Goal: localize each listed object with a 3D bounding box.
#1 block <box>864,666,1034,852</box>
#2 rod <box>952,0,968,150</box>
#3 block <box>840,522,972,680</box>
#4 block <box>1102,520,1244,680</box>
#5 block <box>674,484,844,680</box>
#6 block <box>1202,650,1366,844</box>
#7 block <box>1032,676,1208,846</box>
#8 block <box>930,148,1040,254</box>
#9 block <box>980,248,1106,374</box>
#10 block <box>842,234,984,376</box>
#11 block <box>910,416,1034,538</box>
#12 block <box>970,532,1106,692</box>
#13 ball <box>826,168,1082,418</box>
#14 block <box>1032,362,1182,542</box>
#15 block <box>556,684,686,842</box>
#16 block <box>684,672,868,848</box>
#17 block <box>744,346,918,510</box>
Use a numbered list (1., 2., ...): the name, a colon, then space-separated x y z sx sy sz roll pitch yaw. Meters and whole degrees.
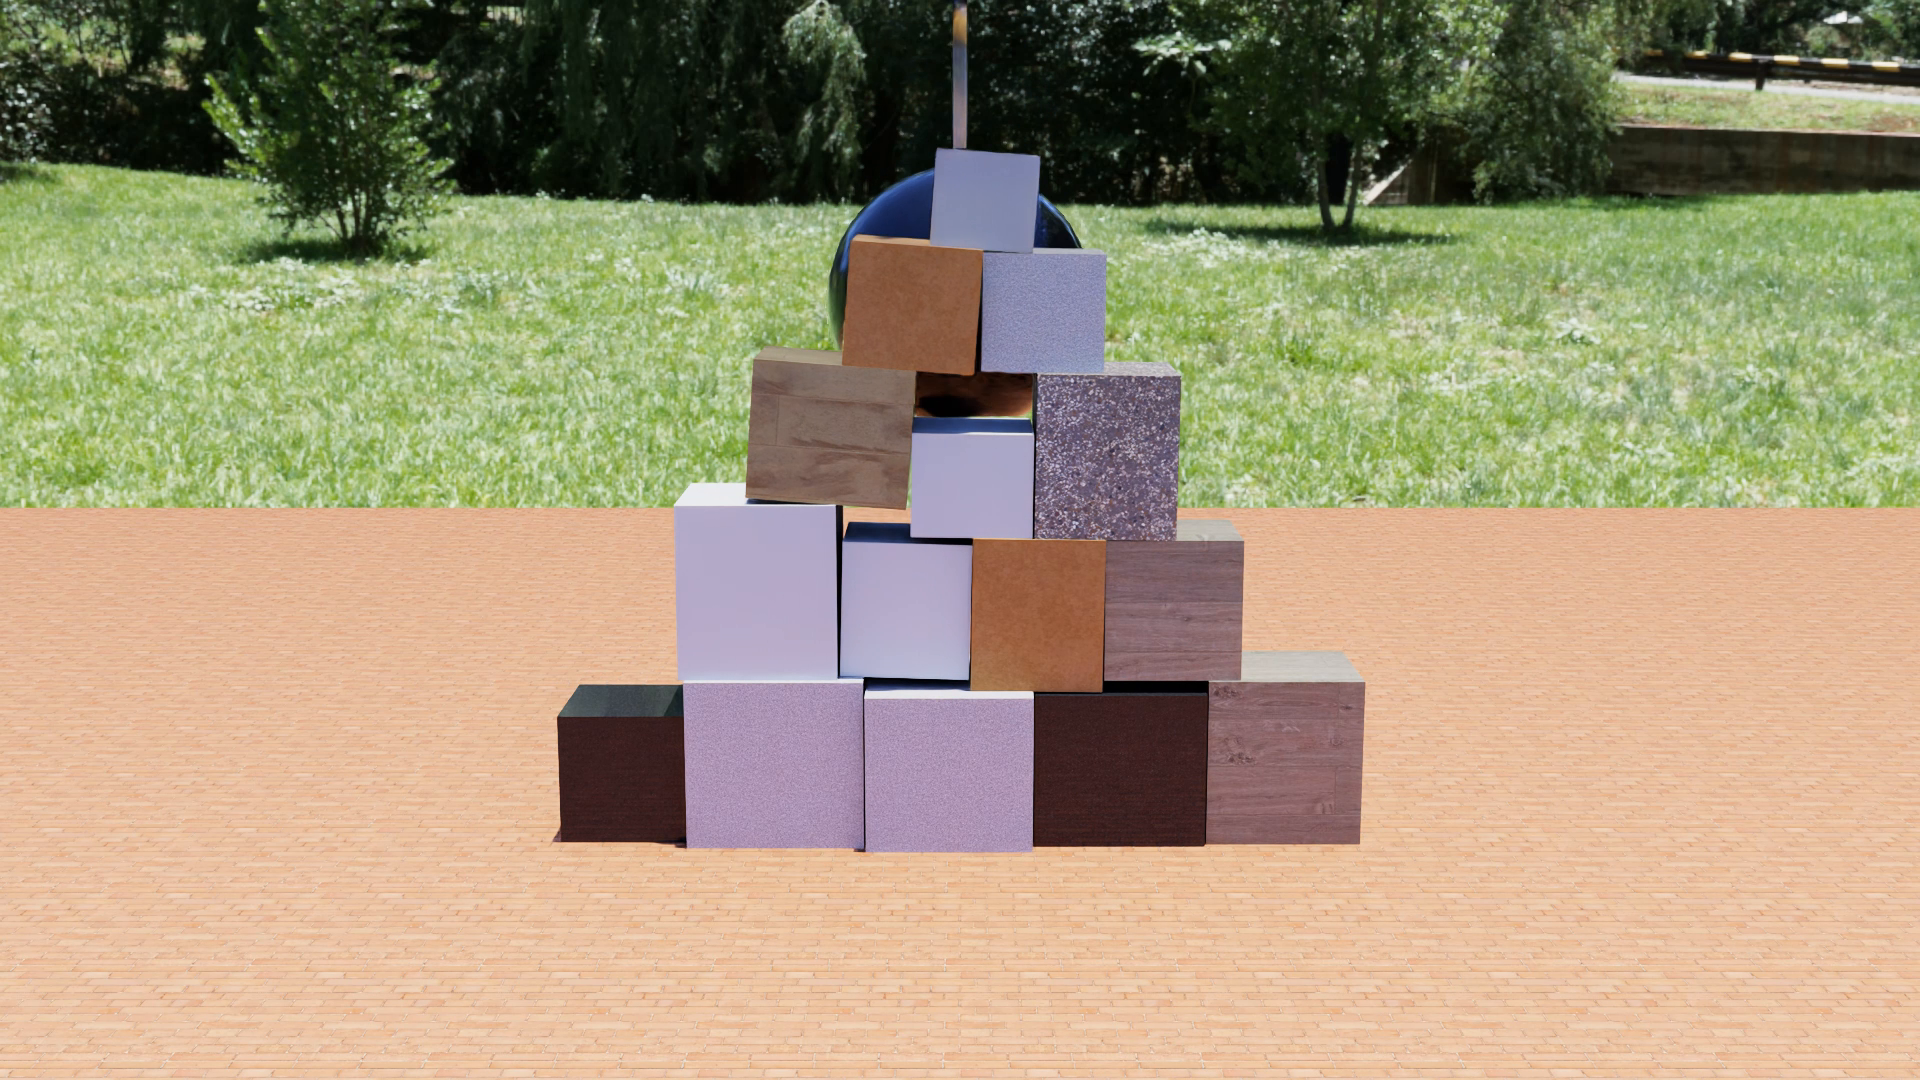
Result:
1. block: -0.054 1.087 11.368 0.835 0.793 0.934 0 10 0
2. rod: 0.000 -4.306 11.408 0.080 5.200 0.080 0 33 0
3. block: -0.269 0.302 11.243 0.644 0.685 0.593 2 10 0
4. block: 1.062 0.297 11.227 0.684 0.710 0.627 0 10 0
5. block: -1.007 0.201 11.212 0.793 0.882 0.720 0 10 0
6. block: 1.631 1.062 11.367 0.779 0.844 0.686 0 10 0
7. block: 0.803 1.091 11.382 0.858 0.781 0.777 0 10 0
8. block: 0.121 -1.682 10.868 0.503 0.467 0.520 4 10 -1
9. block: 0.409 -1.152 10.987 0.601 0.580 0.552 1 10 0
10. block: -0.230 -1.183 10.981 0.643 0.605 0.705 4 10 -1
11. block: 0.061 -0.323 11.134 0.601 0.517 0.656 1 10 0
12. block: 0.387 0.316 11.240 0.656 0.770 0.684 1 10 0
13. ball: 0.000 -1.447 13.250 1.600 1.600 1.600 0 10 0
14. block: 0.723 -0.461 11.109 0.700 0.816 0.682 1 10 0
15. block: -1.701 1.149 11.406 0.639 0.658 0.664 0 10 0
16. block: -0.926 1.058 11.353 0.890 0.856 0.788 0 10 0
17. block: -0.634 -0.576 11.085 0.793 0.686 0.709 4 10 -1
